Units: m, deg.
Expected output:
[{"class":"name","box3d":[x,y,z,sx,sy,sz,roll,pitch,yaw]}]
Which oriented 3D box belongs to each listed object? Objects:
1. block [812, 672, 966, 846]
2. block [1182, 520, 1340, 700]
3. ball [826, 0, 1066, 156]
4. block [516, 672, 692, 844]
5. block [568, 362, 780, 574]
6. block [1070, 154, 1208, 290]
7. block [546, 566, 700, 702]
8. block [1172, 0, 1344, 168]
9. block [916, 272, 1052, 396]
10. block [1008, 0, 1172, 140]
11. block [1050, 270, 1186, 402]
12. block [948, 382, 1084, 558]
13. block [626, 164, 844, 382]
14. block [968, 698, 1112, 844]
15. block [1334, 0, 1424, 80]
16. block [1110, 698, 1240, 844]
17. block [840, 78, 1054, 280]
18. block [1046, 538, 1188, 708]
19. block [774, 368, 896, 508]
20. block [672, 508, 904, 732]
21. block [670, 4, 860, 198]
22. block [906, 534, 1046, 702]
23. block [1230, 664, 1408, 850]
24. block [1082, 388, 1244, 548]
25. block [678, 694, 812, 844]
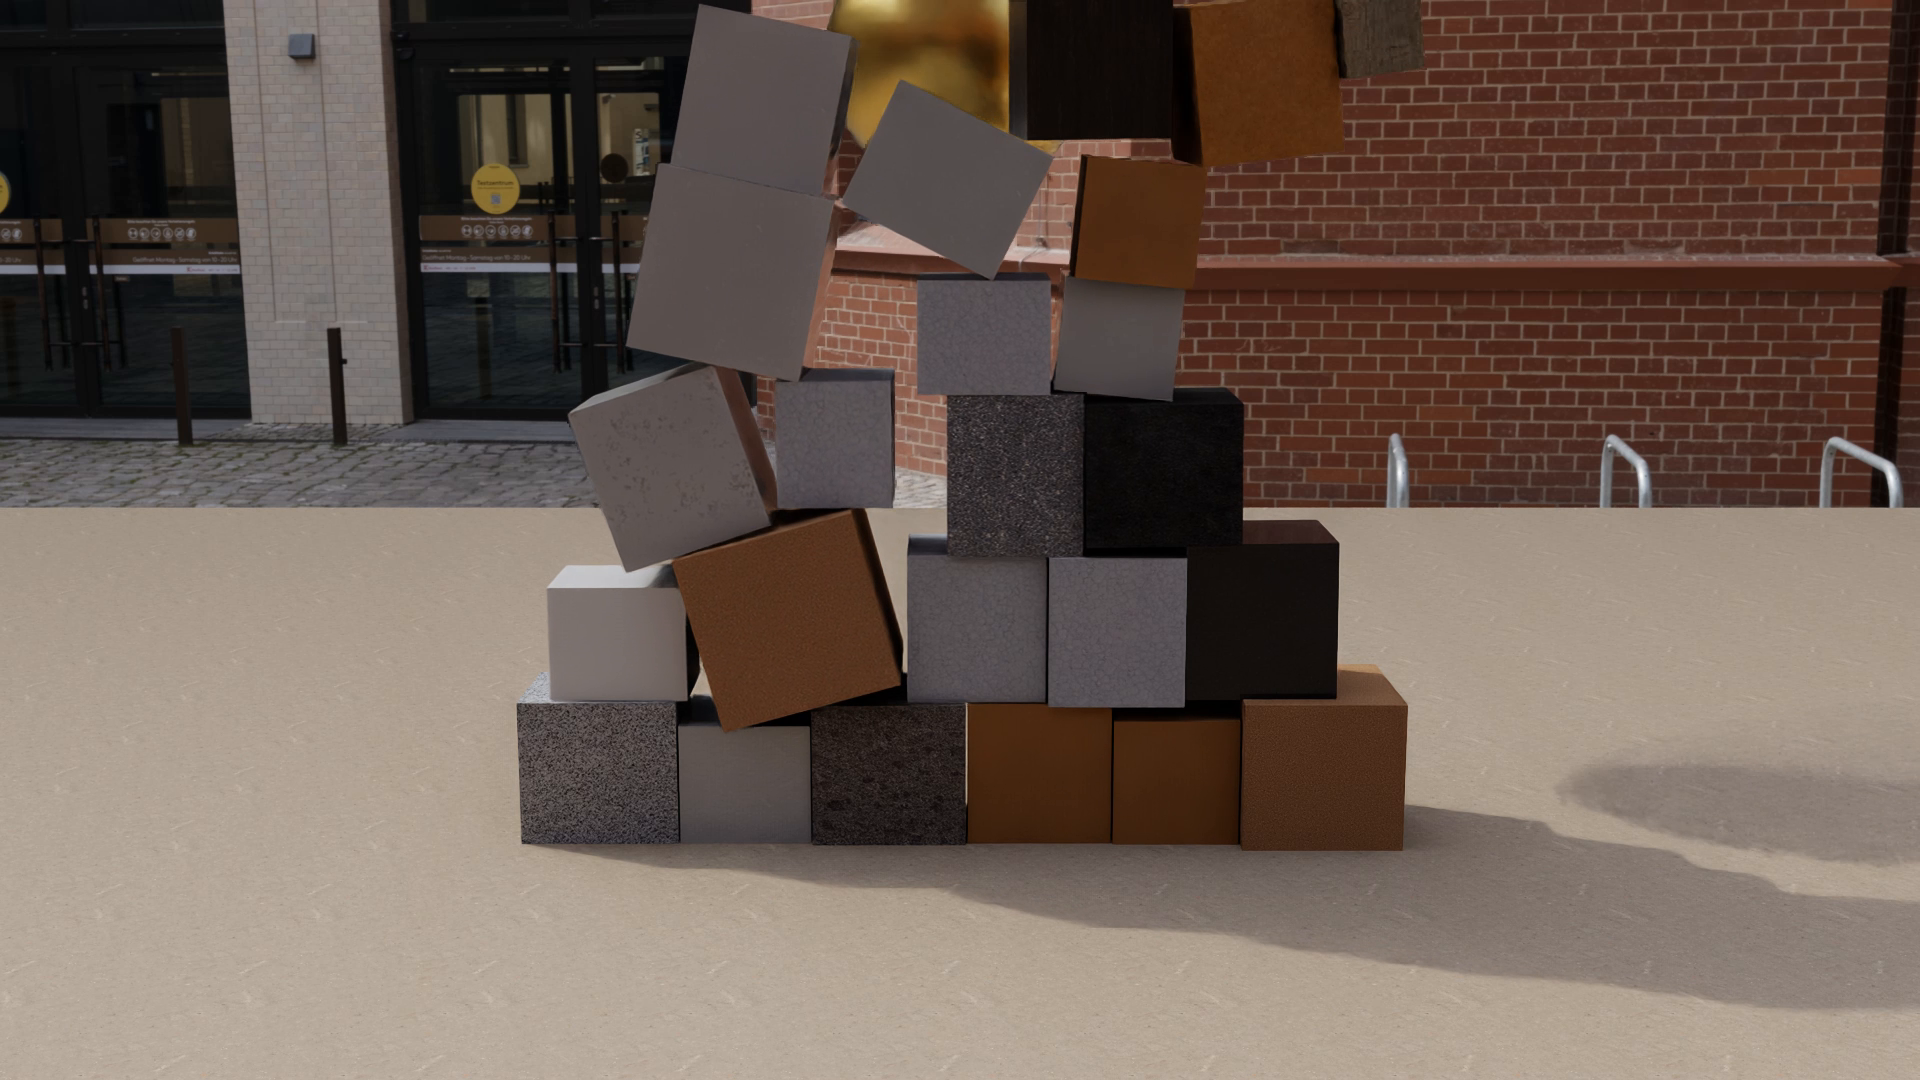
[{"class":"block","box3d":[-0.357,1.122,11.371,0.771,0.725,0.697,0,10,0]},{"class":"block","box3d":[1.500,0.346,11.252,0.754,0.789,0.685,-1,10,0]},{"class":"ball","box3d":[0.000,-2.860,12.993,1.600,1.600,1.600,0,10,0]},{"class":"block","box3d":[-1.819,1.116,11.377,0.794,0.733,0.663,0,10,0]},{"class":"block","box3d":[-1.419,-0.411,11.129,0.758,0.836,0.764,-18,10,3]},{"class":"block","box3d":[0.872,-1.583,10.893,0.577,0.585,0.638,6,11,-1]},{"class":"block","box3d":[-1.712,0.470,11.261,0.687,0.581,0.587,0,10,-1]},{"class":"block","box3d":[1.425,-2.271,10.802,0.693,0.750,0.685,-8,14,-5]},{"class":"block","box3d":[0.118,-1.039,10.989,0.648,0.554,0.684,0,10,0]},{"class":"block","box3d":[0.628,-2.362,10.777,0.700,0.749,0.711,-2,14,-5]},{"class":"block","box3d":[0.779,-1.026,10.994,0.585,0.557,0.525,6,10,-1]},{"class":"block","box3d":[0.272,-0.374,11.129,0.668,0.804,0.701,0,10,0]},{"class":"block","box3d":[-1.100,-1.347,10.950,0.855,0.890,0.792,12,10,-1]},{"class":"block","box3d":[0.400,1.124,11.376,0.721,0.719,0.643,0,10,0]},{"class":"block","box3d":[1.971,-2.507,10.614,0.381,0.470,0.452,-9,18,-5]},{"class":"block","box3d":[1.087,1.160,11.397,0.633,0.641,0.713,0,10,0]},{"class":"block","box3d":[-0.058,-1.781,10.861,0.818,0.655,0.771,26,10,-4]},{"class":"block","box3d":[0.780,0.396,11.257,0.678,0.755,0.742,0,10,0]},{"class":"block","box3d":[-0.618,-0.520,11.086,0.567,0.628,0.624,0,10,0]},{"class":"block","box3d":[-0.854,0.330,11.251,0.911,0.893,0.926,-15,10,2]},{"class":"block","box3d":[-0.946,-2.153,10.821,0.736,0.772,0.703,12,10,-1]},{"class":"block","box3d":[0.081,0.390,11.271,0.692,0.750,0.623,0,10,0]},{"class":"block","box3d":[1.815,1.109,11.366,0.802,0.751,0.867,0,10,0]},{"class":"block","box3d":[0.999,-0.376,11.097,0.768,0.701,0.744,-1,10,0]},{"class":"block","box3d":[-1.082,1.175,11.397,0.661,0.610,0.664,0,10,0]}]
